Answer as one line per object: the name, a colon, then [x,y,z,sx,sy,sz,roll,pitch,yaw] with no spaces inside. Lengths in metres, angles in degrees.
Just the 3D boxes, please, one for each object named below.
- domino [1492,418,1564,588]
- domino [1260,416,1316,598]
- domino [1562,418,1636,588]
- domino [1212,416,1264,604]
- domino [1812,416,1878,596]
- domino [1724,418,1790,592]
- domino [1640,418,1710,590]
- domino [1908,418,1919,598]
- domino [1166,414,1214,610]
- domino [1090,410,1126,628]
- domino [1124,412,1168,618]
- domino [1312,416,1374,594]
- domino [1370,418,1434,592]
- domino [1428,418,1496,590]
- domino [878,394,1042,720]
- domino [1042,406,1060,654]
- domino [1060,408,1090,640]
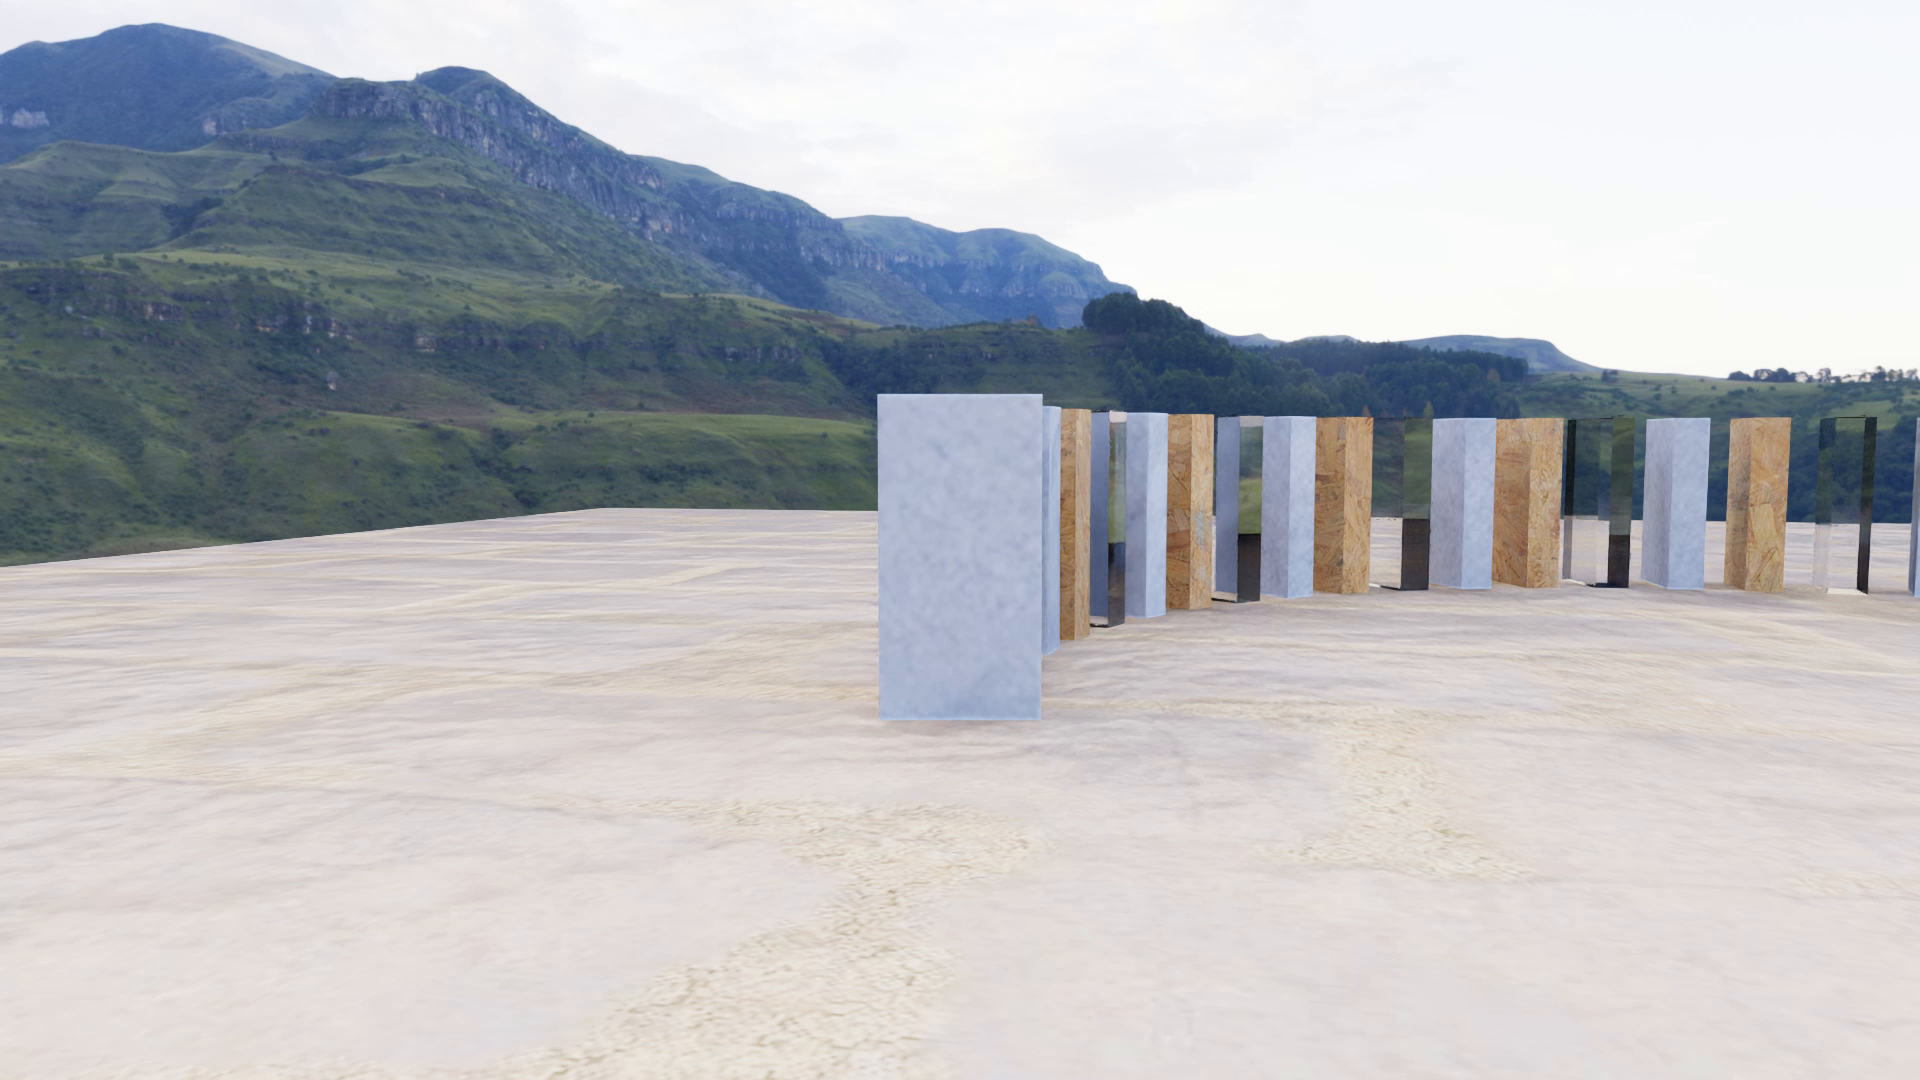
domino: [0.172,-0.012,0.390,0.010,0.050,0.025,0,4,-2]
domino: [0.088,-0.010,0.365,0.010,0.050,0.025,-2,5,-30]
domino: [0.193,-0.012,0.389,0.009,0.050,0.025,0,4,4]
domino: [0.070,-0.009,0.353,0.009,0.050,0.025,-3,5,-37]
domino: [0.257,-0.010,0.373,0.009,0.050,0.025,2,5,25]
domino: [0.236,-0.011,0.381,0.009,0.050,0.025,1,5,18]
domino: [0.215,-0.011,0.386,0.010,0.050,0.025,1,4,11]
domino: [0.276,-0.010,0.362,0.009,0.050,0.025,3,5,33]
domino: [0.053,-0.008,0.339,0.010,0.050,0.025,-4,6,-44]
domino: [0.026,-0.005,0.305,0.025,0.050,0.010,3,5,32]
domino: [0.039,-0.007,0.323,0.025,0.050,0.010,3,6,39]
domino: [0.108,-0.011,0.375,0.010,0.050,0.025,-2,5,-23]
domino: [0.128,-0.011,0.383,0.010,0.050,0.025,-1,4,-17]
domino: [0.150,-0.012,0.387,0.009,0.050,0.025,-1,4,-9]
domino: [0.000,0.002,0.201,0.025,0.050,0.010,0,4,0]
domino: [0.007,-0.002,0.266,0.025,0.050,0.010,1,5,18]
domino: [0.016,-0.004,0.286,0.025,0.050,0.009,2,5,25]
